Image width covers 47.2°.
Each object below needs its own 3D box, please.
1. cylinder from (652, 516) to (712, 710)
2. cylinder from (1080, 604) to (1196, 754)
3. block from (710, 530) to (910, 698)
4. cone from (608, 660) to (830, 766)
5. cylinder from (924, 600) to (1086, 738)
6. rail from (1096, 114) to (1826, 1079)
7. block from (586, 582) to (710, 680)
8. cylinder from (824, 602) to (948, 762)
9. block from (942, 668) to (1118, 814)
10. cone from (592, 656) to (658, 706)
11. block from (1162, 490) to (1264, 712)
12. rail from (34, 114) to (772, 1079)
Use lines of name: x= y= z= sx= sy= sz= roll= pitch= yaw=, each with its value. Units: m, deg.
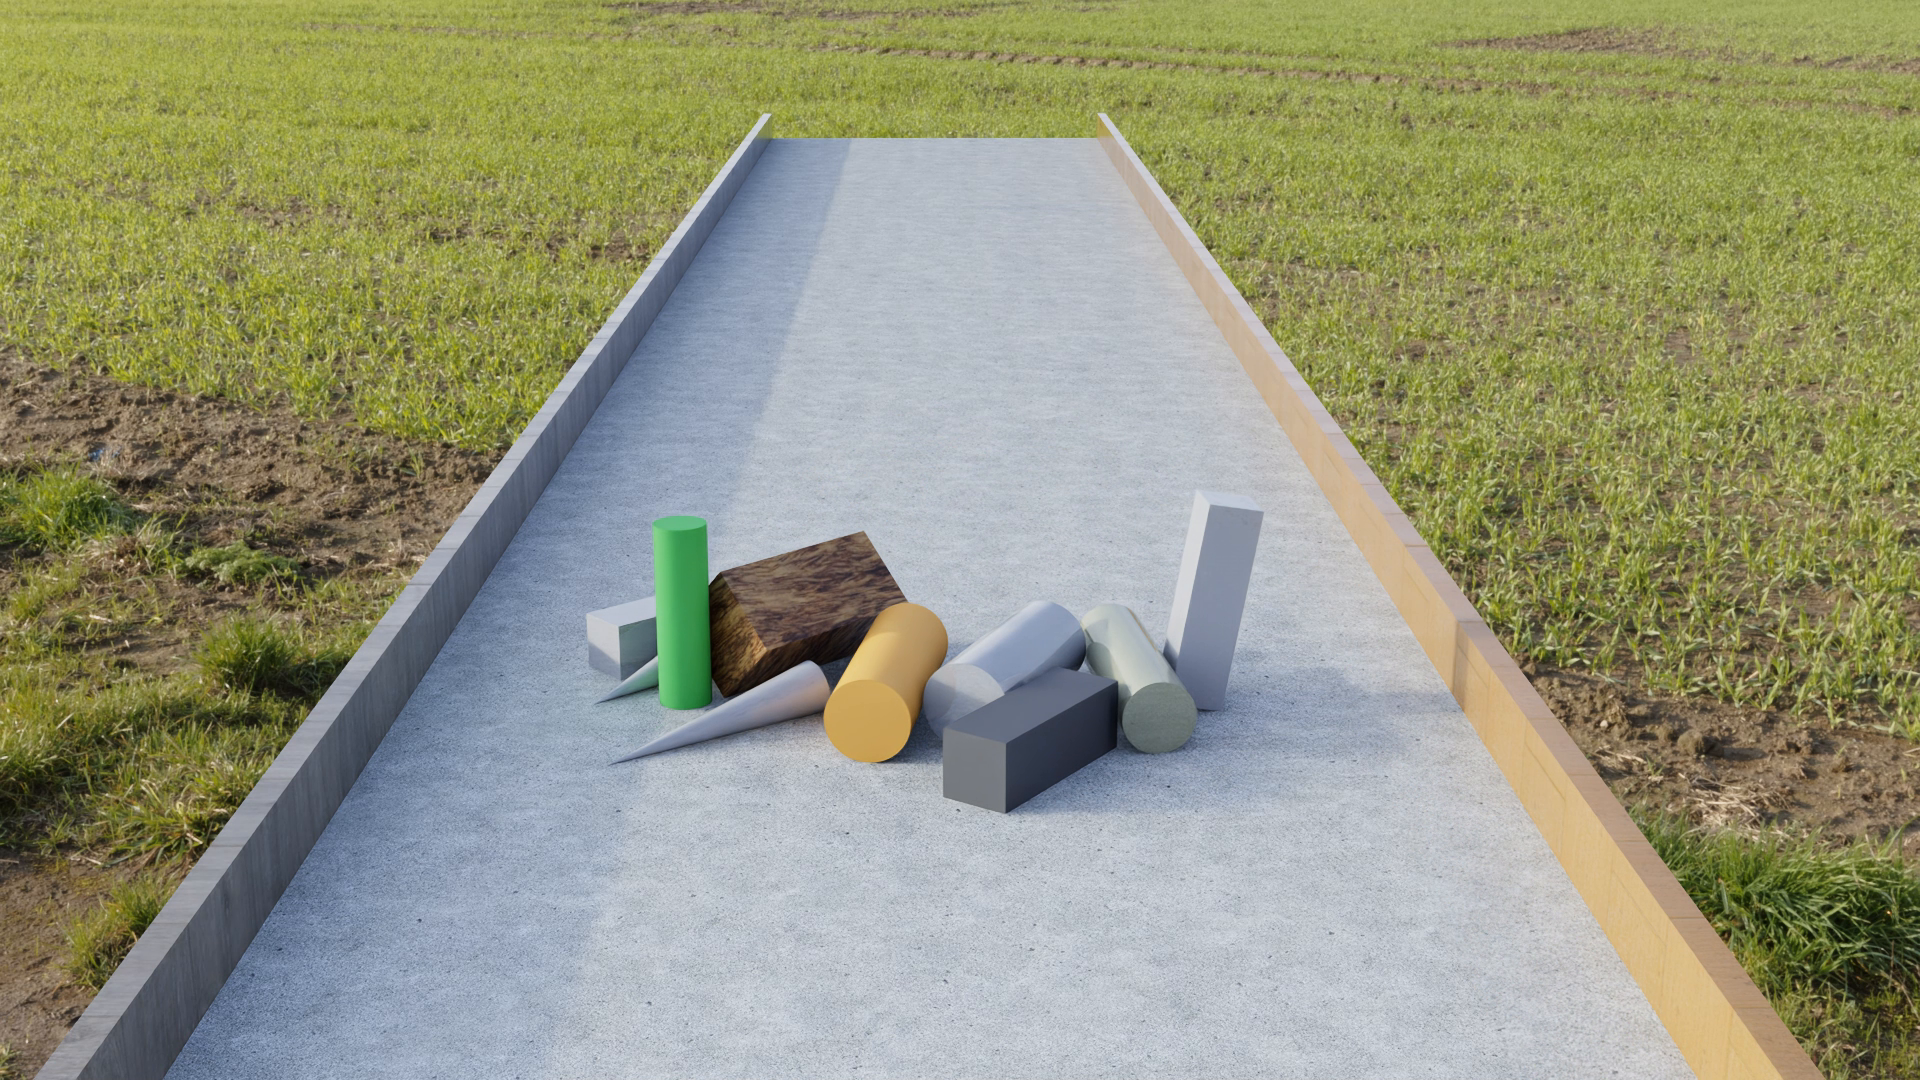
cylinder: x=-0.522 y=0.137 z=4.147 sx=0.101 sy=0.352 sz=0.101 roll=0 pitch=16 yaw=0
cylinder: x=0.326 y=0.254 z=4.135 sx=0.136 sy=0.136 sz=0.451 roll=-2 pitch=17 yaw=-7
block: x=-0.321 y=0.142 z=4.303 sx=0.379 sy=0.180 sz=0.180 roll=-17 pitch=68 yaw=-44
cone: x=-0.450 y=0.337 z=4.004 sx=0.448 sy=0.102 sz=0.102 roll=-19 pitch=25 yaw=-33
cylinder: x=0.088 y=0.248 z=4.097 sx=0.167 sy=0.167 sz=0.389 roll=7 pitch=18 yaw=23
rail: x=0.932 y=-0.844 z=7.801 sx=0.050 sy=0.150 sz=12.000 roll=0 pitch=17 yaw=-1
block: x=-0.579 y=0.177 z=4.435 sx=0.334 sy=0.111 sz=0.111 roll=-15 pitch=22 yaw=-41
cylinder: x=-0.132 y=0.258 z=4.083 sx=0.157 sy=0.157 sz=0.436 roll=2 pitch=17 yaw=8
block: x=0.127 y=0.345 z=3.842 sx=0.128 sy=0.128 sz=0.365 roll=11 pitch=20 yaw=33
cone: x=-0.571 y=0.248 z=4.286 sx=0.122 sy=0.122 sz=0.365 roll=16 pitch=32 yaw=42
block: x=0.468 y=0.114 z=4.132 sx=0.104 sy=0.394 sz=0.104 roll=7 pitch=15 yaw=-10
rail: x=-1.118 y=-0.838 z=7.780 sx=0.050 sy=0.150 sz=12.000 roll=0 pitch=17 yaw=-1
